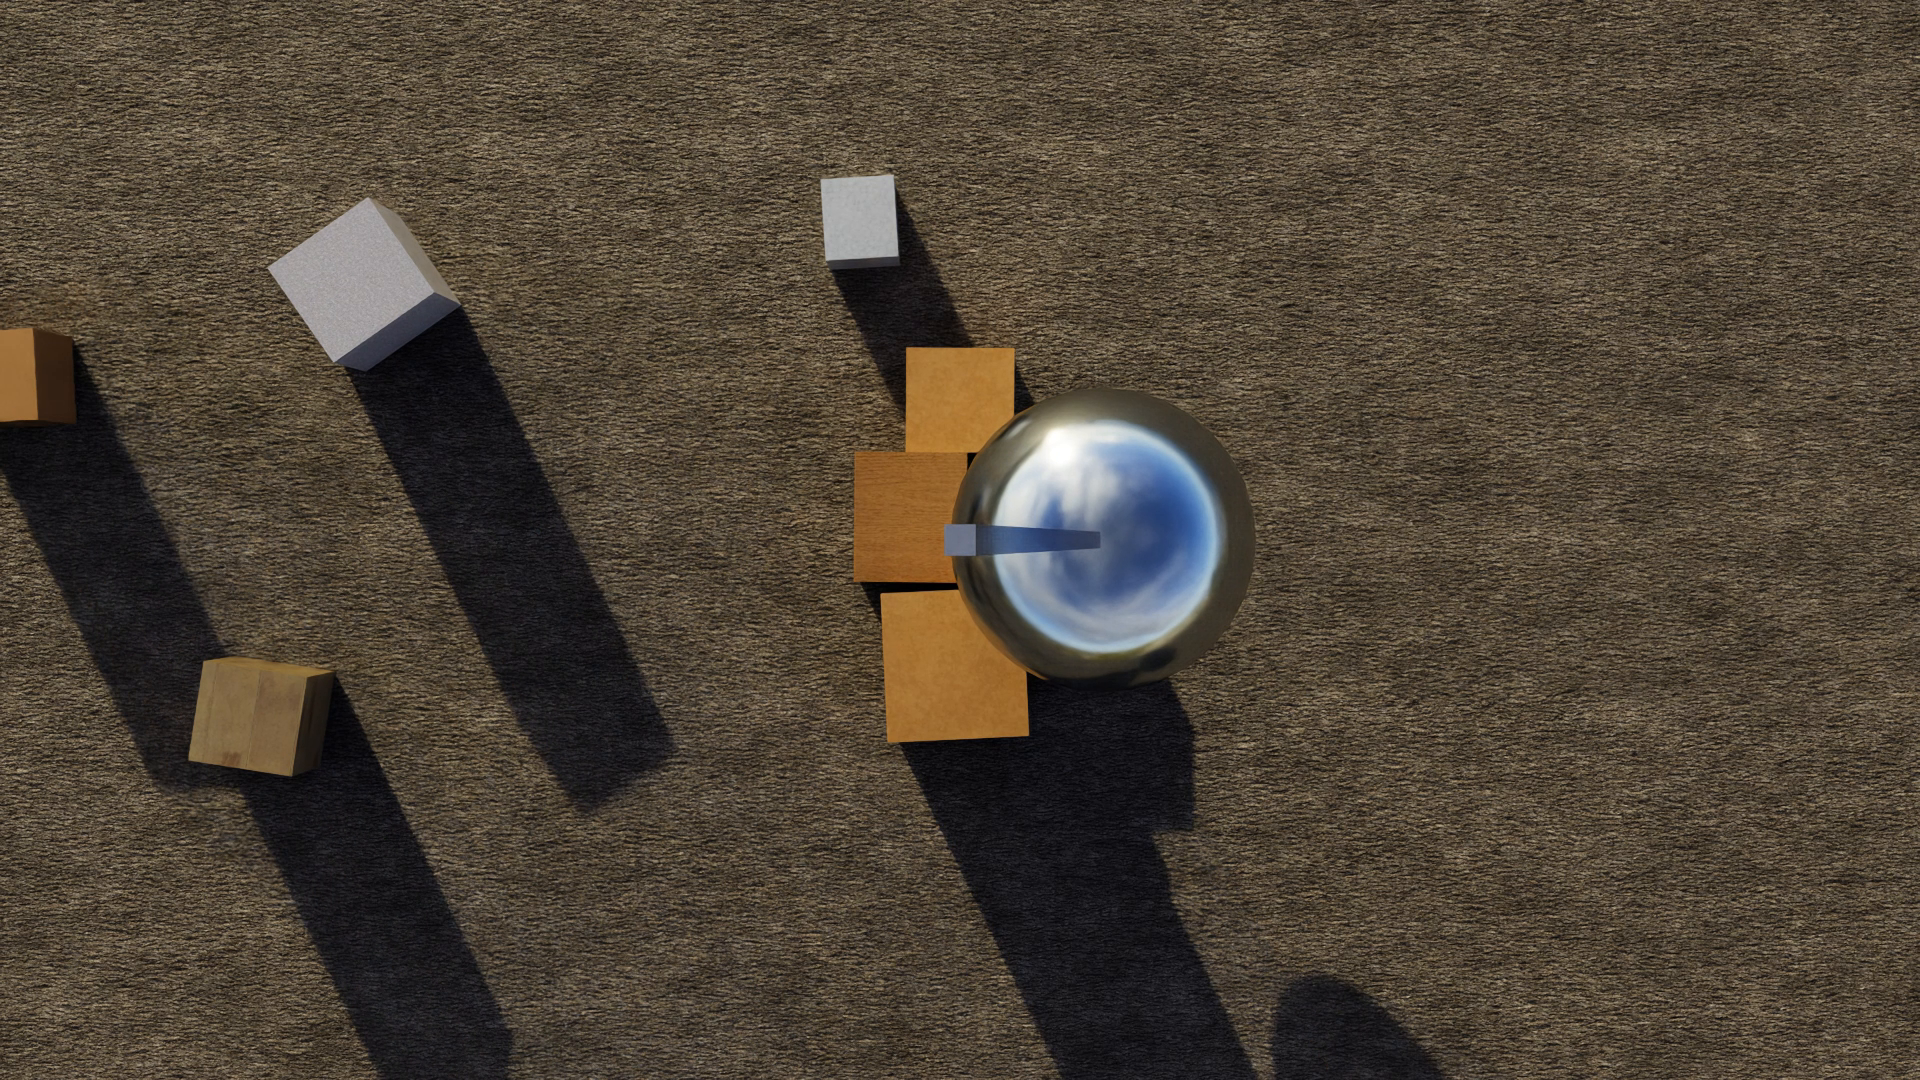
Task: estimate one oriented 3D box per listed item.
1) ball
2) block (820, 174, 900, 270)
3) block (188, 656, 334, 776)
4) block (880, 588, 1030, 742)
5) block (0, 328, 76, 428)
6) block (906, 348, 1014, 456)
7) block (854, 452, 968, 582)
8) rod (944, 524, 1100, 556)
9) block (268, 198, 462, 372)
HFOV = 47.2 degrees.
[{"bbox_3d":[0.745,0.000,11.529,1.600,1.600,1.600,0,90,0],"label":"ball"},{"bbox_3d":[-0.574,-1.842,12.785,0.417,0.430,0.466,-3,90,0],"label":"block"},{"bbox_3d":[-4.033,1.012,12.724,0.594,0.551,0.570,9,90,0],"label":"block"},{"bbox_3d":[-0.028,0.692,12.585,0.785,0.831,0.823,-3,90,0],"label":"block"},{"bbox_3d":[-5.517,-0.925,12.727,0.563,0.546,0.519,-3,90,0],"label":"block"},{"bbox_3d":[0.000,-0.791,12.718,0.612,0.564,0.593,0,90,0],"label":"block"},{"bbox_3d":[-0.279,-0.129,12.686,0.632,0.628,0.733,1,90,0],"label":"block"},{"bbox_3d":[0.323,0.000,8.155,0.080,5.200,0.080,0,90,7],"label":"rod"},{"bbox_3d":[-3.415,-1.459,12.664,0.690,0.671,0.650,-35,90,0],"label":"block"}]
